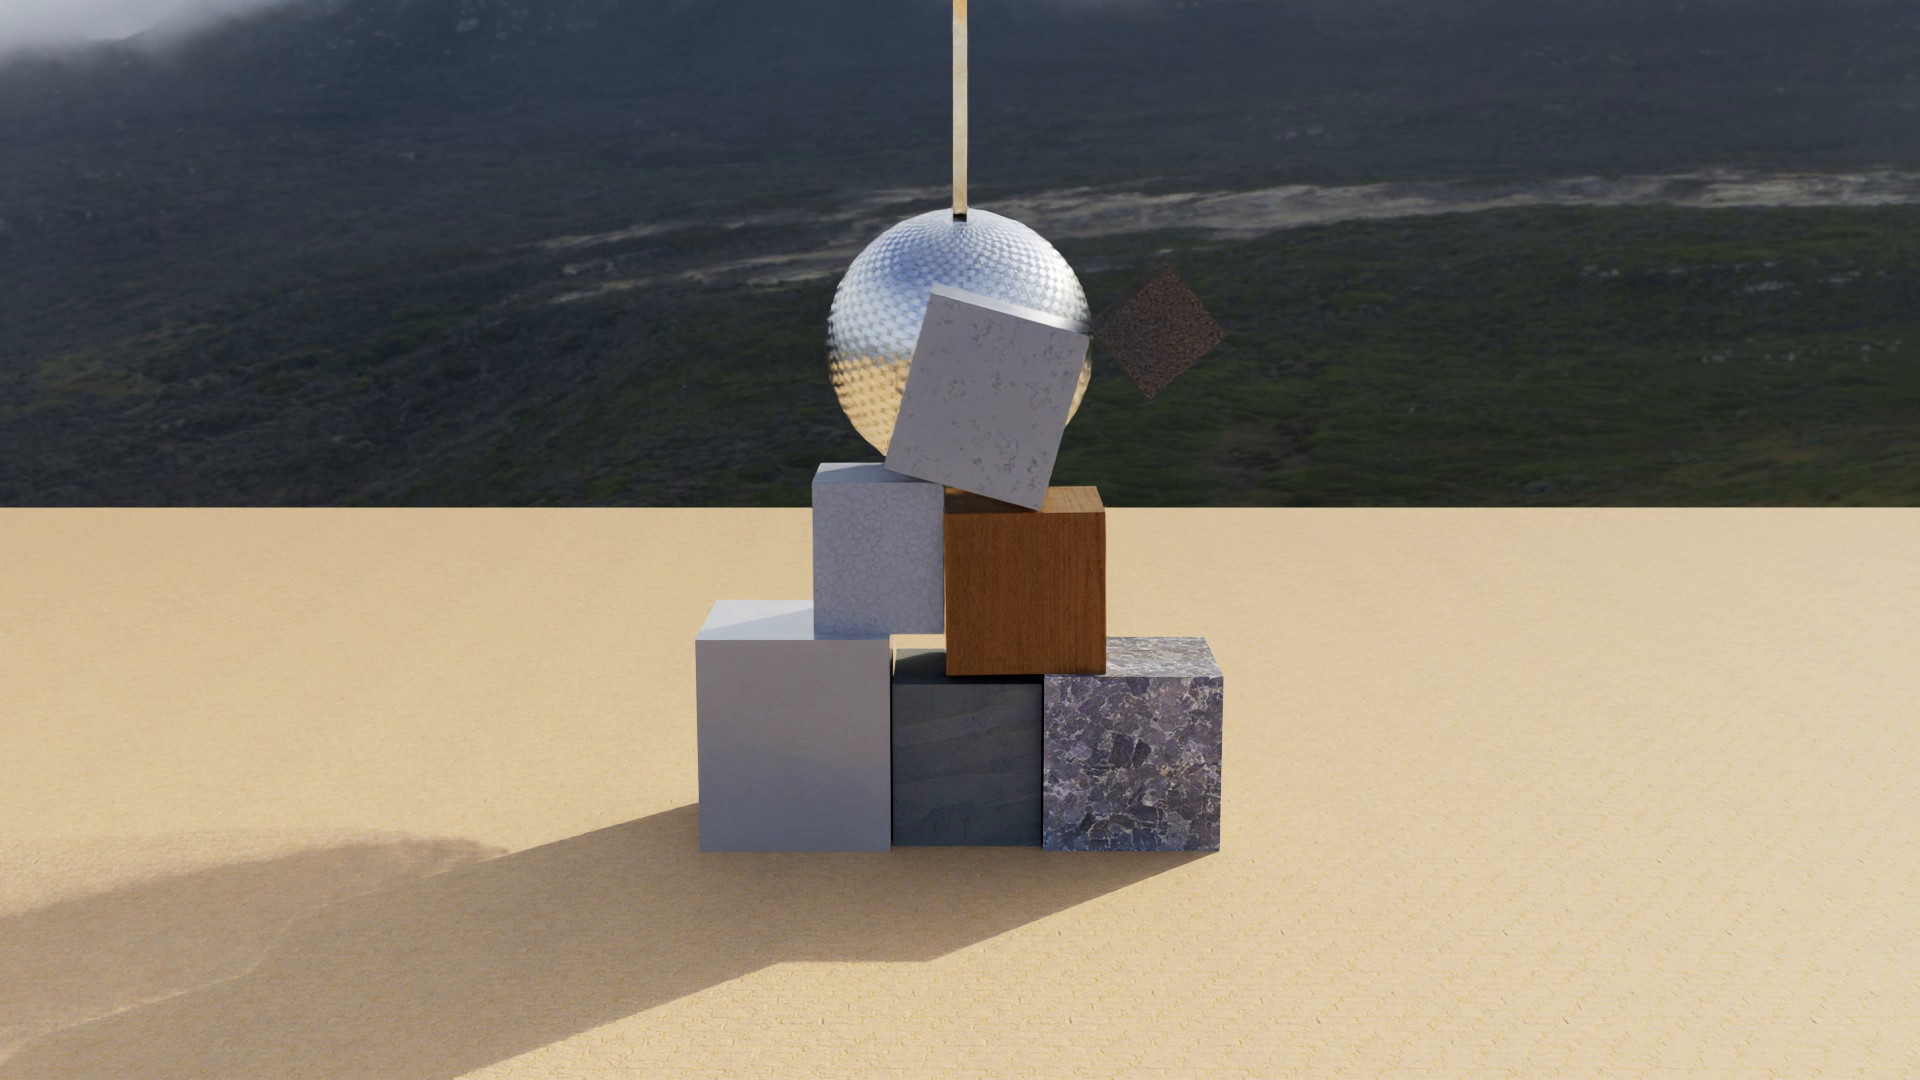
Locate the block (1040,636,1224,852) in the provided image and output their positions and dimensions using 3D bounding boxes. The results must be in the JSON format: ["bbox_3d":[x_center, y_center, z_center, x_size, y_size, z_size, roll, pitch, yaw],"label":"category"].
[{"bbox_3d":[0.858,1.036,11.360,0.884,0.896,0.887,0,10,0],"label":"block"}]

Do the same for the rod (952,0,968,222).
[{"bbox_3d":[0.000,-4.091,11.350,0.080,5.200,0.080,0,31,0],"label":"rod"}]

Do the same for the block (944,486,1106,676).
[{"bbox_3d":[0.323,0.194,11.230,0.792,0.810,0.820,-1,10,0],"label":"block"}]

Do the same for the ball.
[{"bbox_3d":[0.000,-1.163,13.077,1.600,1.600,1.600,0,10,0],"label":"ball"}]

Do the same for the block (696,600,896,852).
[{"bbox_3d":[-0.824,0.939,11.365,0.955,1.085,0.958,0,10,0],"label":"block"}]

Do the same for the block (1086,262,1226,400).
[{"bbox_3d":[0.979,-1.052,10.995,0.494,0.446,0.400,-39,9,6],"label":"block"}]

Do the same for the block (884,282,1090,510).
[{"bbox_3d":[0.129,-0.736,11.041,0.796,0.883,0.816,15,10,-2],"label":"block"}]

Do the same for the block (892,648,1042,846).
[{"bbox_3d":[0.035,1.060,11.392,0.743,0.838,0.787,0,10,0],"label":"block"}]

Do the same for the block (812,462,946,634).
[{"bbox_3d":[-0.403,0.033,11.183,0.647,0.763,0.670,0,10,0],"label":"block"}]
